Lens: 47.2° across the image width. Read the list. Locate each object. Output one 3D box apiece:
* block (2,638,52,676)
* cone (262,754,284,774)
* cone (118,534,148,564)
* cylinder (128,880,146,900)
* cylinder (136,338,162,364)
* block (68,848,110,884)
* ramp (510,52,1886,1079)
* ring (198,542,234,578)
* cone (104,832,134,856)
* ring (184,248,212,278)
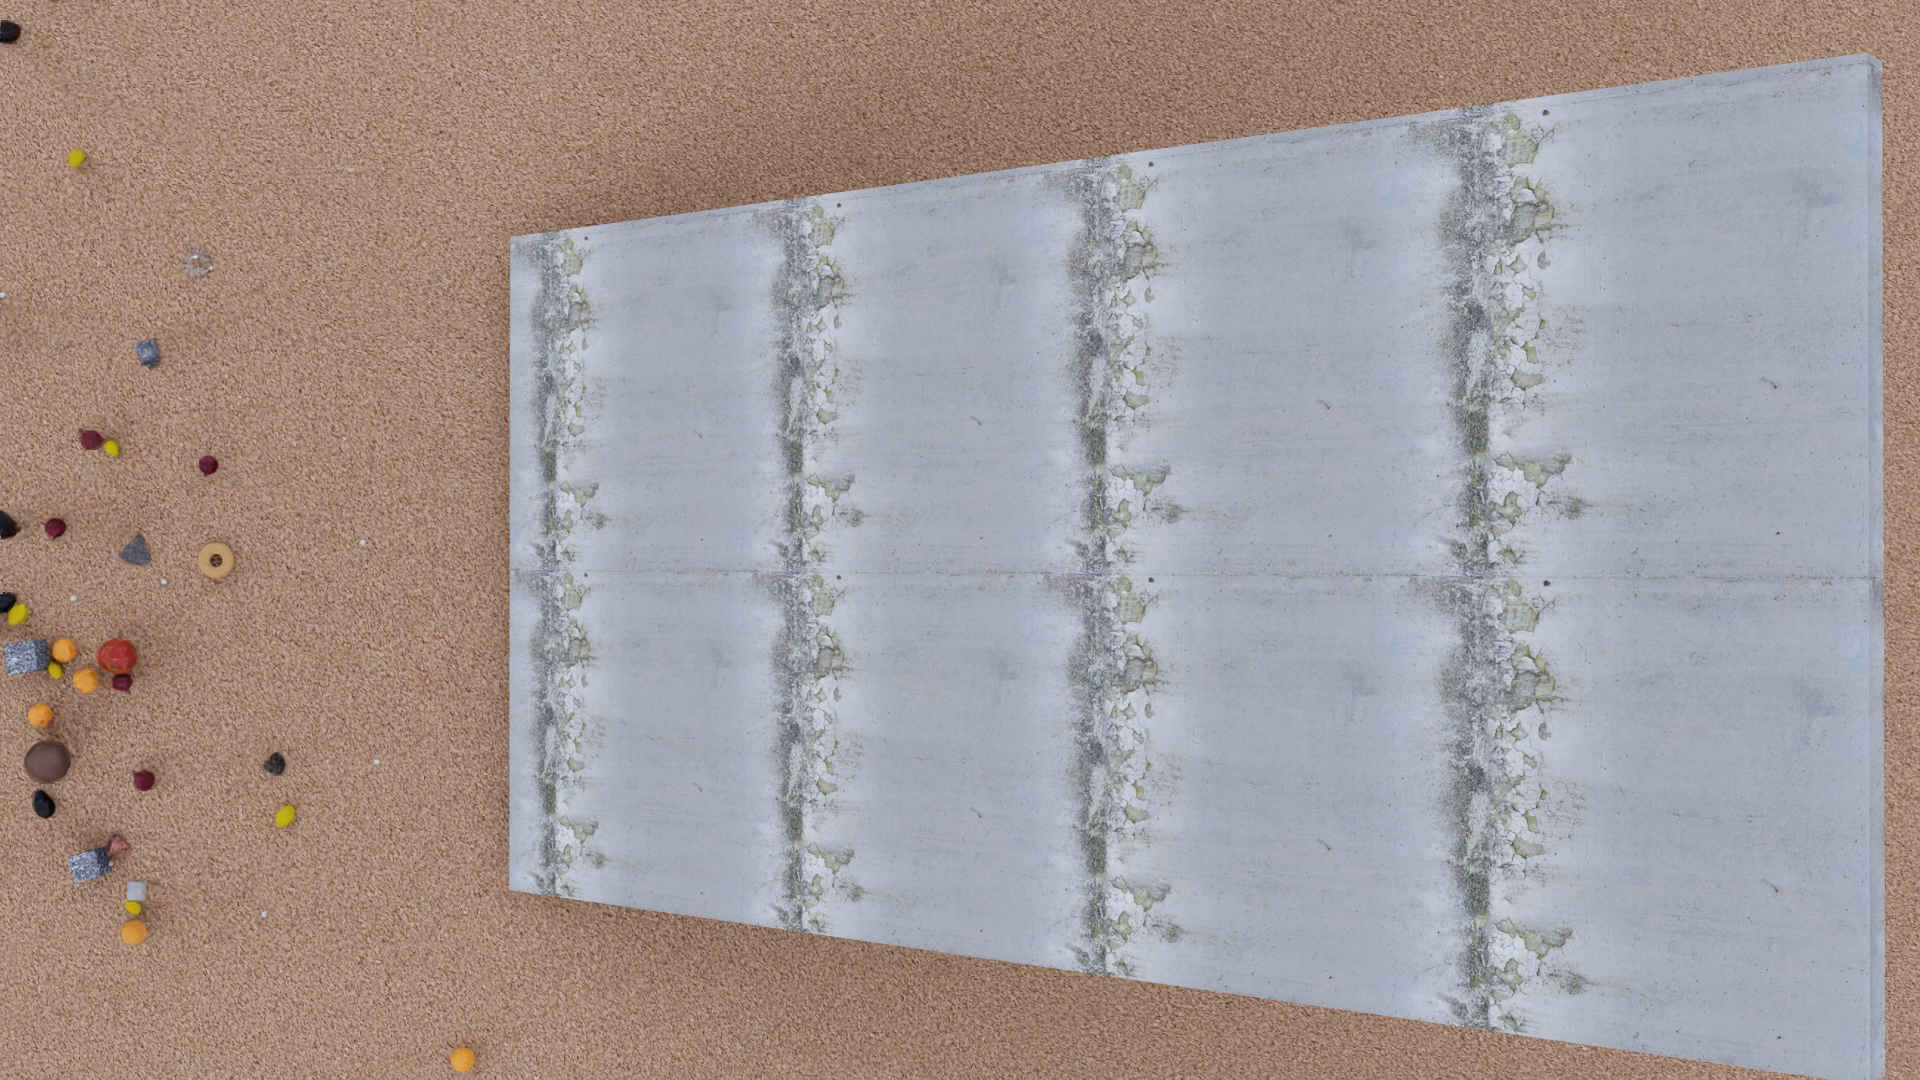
[{"bbox_3d":[-2.871,0.360,6.766,0.096,0.096,0.096,-9,90,0],"label":"block"},{"bbox_3d":[-2.135,0.695,6.797,0.066,0.066,0.066,-9,90,26],"label":"cone"},{"bbox_3d":[-2.546,0.016,6.797,0.088,0.088,0.088,1,63,0],"label":"cone"},{"bbox_3d":[-2.537,1.081,6.783,0.053,0.053,0.053,1,90,0],"label":"cylinder"},{"bbox_3d":[-2.505,-0.582,6.790,0.061,0.061,0.061,-22,90,0],"label":"cylinder"},{"bbox_3d":[-2.679,1.000,6.769,0.082,0.082,0.082,-15,90,0],"label":"block"},{"bbox_3d":[0.221,0.063,5.538,4.000,0.100,2.000,0,90,38],"label":"ramp"},{"bbox_3d":[-2.298,0.063,6.798,0.114,0.038,0.114,0,90,-1],"label":"ring"},{"bbox_3d":[-2.590,0.951,6.793,0.076,0.076,0.076,24,90,-27],"label":"cone"},{"bbox_3d":[-2.359,-0.856,6.807,0.092,0.031,0.092,0,91,1],"label":"ring"}]
